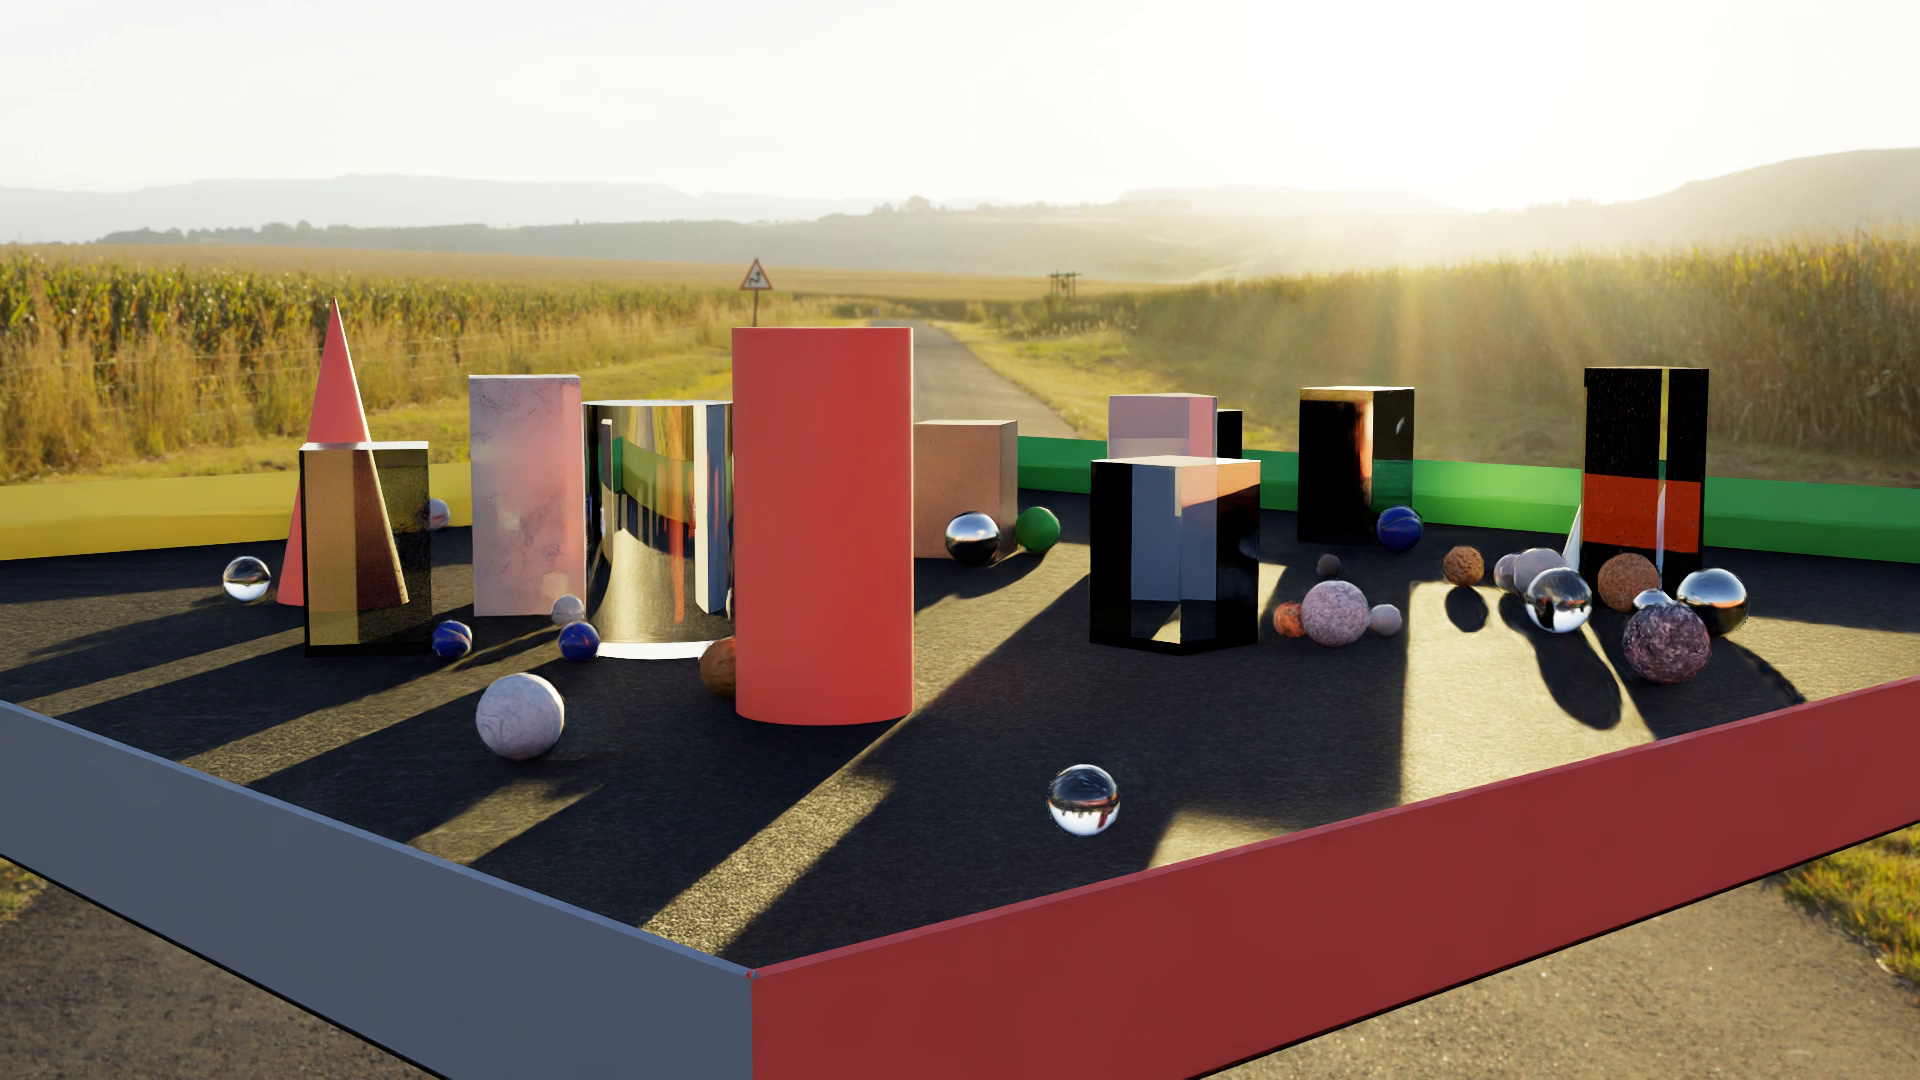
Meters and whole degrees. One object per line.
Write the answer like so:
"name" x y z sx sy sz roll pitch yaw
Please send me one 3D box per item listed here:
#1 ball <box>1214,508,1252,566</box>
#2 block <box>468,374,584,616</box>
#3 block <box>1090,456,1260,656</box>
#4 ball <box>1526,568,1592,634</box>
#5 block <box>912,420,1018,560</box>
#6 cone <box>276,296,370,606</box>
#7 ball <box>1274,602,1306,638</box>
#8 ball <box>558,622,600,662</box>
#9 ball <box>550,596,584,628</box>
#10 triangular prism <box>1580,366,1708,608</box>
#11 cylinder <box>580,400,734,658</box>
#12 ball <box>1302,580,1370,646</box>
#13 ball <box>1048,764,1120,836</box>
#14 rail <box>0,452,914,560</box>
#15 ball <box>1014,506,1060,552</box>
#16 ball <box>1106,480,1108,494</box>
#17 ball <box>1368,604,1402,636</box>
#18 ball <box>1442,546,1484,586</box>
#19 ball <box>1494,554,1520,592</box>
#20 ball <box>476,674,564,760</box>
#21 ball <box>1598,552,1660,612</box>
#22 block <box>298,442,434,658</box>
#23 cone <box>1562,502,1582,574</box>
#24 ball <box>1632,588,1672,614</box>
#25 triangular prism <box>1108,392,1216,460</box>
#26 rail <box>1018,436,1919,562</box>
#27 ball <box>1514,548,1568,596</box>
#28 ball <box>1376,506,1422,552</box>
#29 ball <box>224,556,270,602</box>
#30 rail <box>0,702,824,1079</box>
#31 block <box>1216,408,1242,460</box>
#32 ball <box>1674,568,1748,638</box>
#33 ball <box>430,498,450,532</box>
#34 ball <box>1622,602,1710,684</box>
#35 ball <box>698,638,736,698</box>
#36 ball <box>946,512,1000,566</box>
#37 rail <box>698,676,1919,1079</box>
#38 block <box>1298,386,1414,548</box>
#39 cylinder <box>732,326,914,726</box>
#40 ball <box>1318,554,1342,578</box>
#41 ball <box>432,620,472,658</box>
"ball" 0.461 -0.005 3.863 0.100 0.100 0.100 0 6 0
"block" -0.650 -0.071 3.292 0.160 0.348 0.160 -1 6 -12
"block" 0.288 0.016 2.947 0.160 0.246 0.160 -6 8 -43
"ball" 0.829 0.084 3.044 0.091 0.091 0.091 0 6 0
"block" 0.011 -0.095 4.034 0.160 0.243 0.160 1 6 13
"cone" -0.960 -0.144 3.400 0.200 0.470 0.200 0 6 0
"ball" 0.454 0.109 3.008 0.049 0.049 0.049 0 6 0
"ball" -0.484 0.130 2.795 0.052 0.052 0.052 0 6 0
"ball" -0.552 0.101 3.092 0.047 0.047 0.047 0 6 0
"triangular prism" 1.043 -0.083 3.350 0.173 0.360 0.150 2 6 20
"cylinder" -0.397 -0.019 2.909 0.200 0.325 0.200 0 6 0
"ball" 0.499 0.097 2.924 0.089 0.089 0.089 0 6 0
"ball" 0.106 0.221 1.870 0.061 0.061 0.061 0 6 0
"rail" -1.080 -0.087 4.496 3.254 0.130 0.045 -5 8 -42
"ball" 0.142 -0.019 4.067 0.084 0.084 0.084 0 6 0
"ball" 0.373 -0.126 5.238 0.055 0.055 0.055 0 6 0
"ball" 0.582 0.110 3.017 0.045 0.045 0.045 0 6 0
"ball" 0.816 0.043 3.563 0.067 0.067 0.067 0 6 0
"ball" 0.877 0.053 3.486 0.061 0.061 0.061 0 6 0
"ball" -0.437 0.176 2.188 0.086 0.086 0.086 0 6 0
"ball" 0.989 0.063 3.253 0.089 0.089 0.089 0 6 0
"block" -0.785 0.009 2.917 0.160 0.268 0.160 -1 6 -13
"cone" 1.091 -0.096 3.637 0.200 0.327 0.200 0 6 0
"ball" 0.975 0.097 3.093 0.056 0.056 0.056 0 6 0
"triangular prism" 0.340 -0.077 3.523 0.173 0.312 0.150 2 6 19
"rail" 1.178 -0.079 4.413 0.045 0.130 3.234 -5 8 -42
"ball" 0.892 0.053 3.378 0.083 0.083 0.083 0 6 0
"ball" 0.812 -0.019 4.068 0.085 0.085 0.085 0 6 0
"ball" -1.098 0.060 3.386 0.068 0.068 0.068 0 6 0
"rail" -1.178 0.146 2.250 0.045 0.130 3.234 -5 8 -42
"block" 0.415 -0.114 4.131 0.160 0.260 0.160 -4 7 -37
"ball" 1.029 0.085 3.011 0.095 0.095 0.095 0 6 0
"ball" -1.067 -0.051 4.451 0.069 0.069 0.069 0 6 0
"ball" 0.844 0.123 2.629 0.099 0.099 0.099 0 6 0
"ball" -0.266 0.147 2.539 0.070 0.070 0.070 0 6 0
"ball" 0.021 -0.003 3.858 0.096 0.096 0.096 0 6 0
"rail" 1.080 0.155 2.167 3.254 0.130 0.045 -5 8 -42
"block" 0.767 -0.145 4.258 0.160 0.296 0.160 5 8 40
"cylinder" -0.152 -0.022 2.448 0.200 0.426 0.200 0 6 0
"ball" 0.617 0.044 3.670 0.040 0.040 0.040 0 6 0
"ball" -0.652 0.128 2.823 0.049 0.049 0.049 0 6 0
